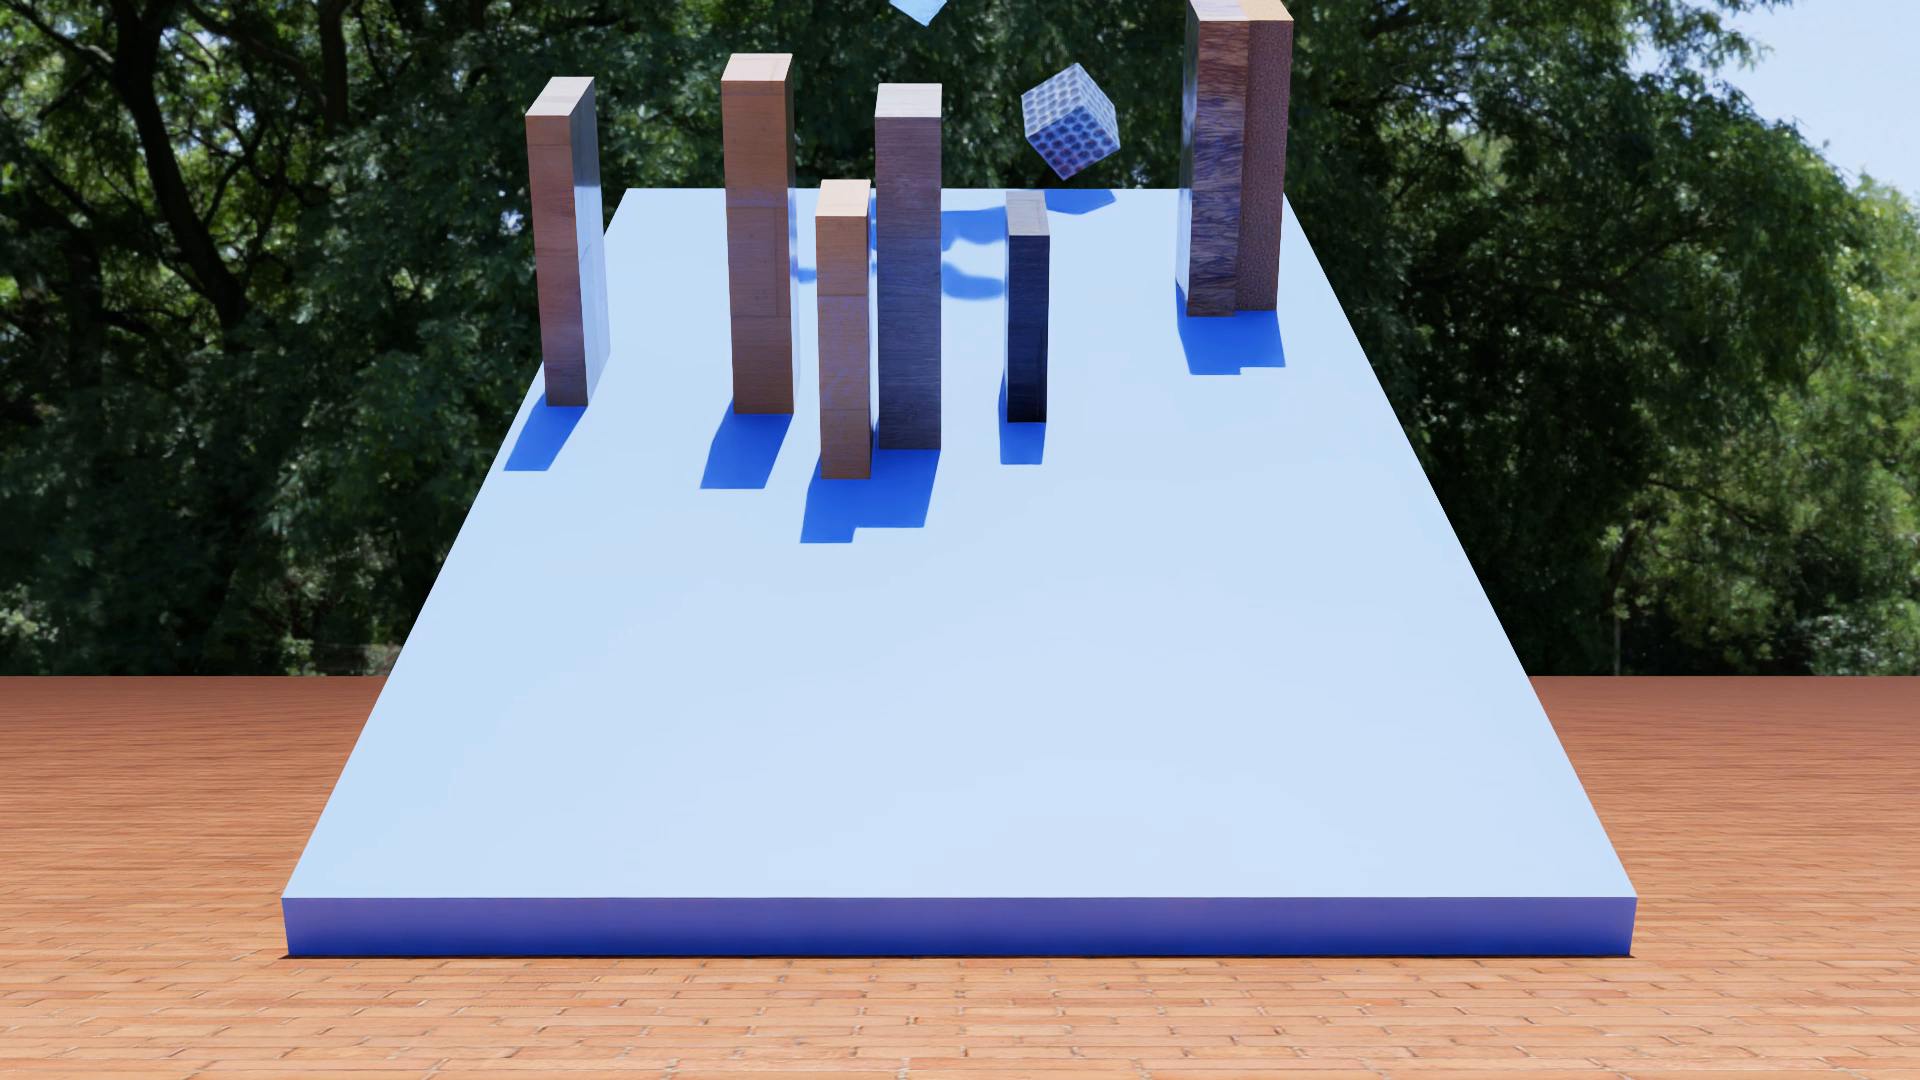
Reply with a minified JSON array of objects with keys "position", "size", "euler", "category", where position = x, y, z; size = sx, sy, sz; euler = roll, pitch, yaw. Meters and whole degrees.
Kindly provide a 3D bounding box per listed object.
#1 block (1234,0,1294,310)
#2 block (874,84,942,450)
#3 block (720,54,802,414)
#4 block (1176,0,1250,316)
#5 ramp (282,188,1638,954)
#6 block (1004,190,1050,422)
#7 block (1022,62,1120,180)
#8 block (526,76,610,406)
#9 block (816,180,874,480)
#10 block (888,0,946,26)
[{"position":[0.755,-1.000,5.992],"size":[0.124,0.745,0.332],"euler":[0,24,0],"category":"block"},{"position":[-0.109,-0.598,5.078],"size":[0.136,0.736,0.311],"euler":[0,24,0],"category":"block"},{"position":[-0.446,-0.692,5.258],"size":[0.136,0.763,0.275],"euler":[0,24,0],"category":"block"},{"position":[0.642,-0.987,5.951],"size":[0.121,0.754,0.348],"euler":[0,24,0],"category":"block"},{"position":[-0.008,-0.227,5.273],"size":[2.000,0.100,4.000],"euler":[0,24,0],"category":"ramp"},{"position":[0.151,-0.540,5.321],"size":[0.089,0.436,0.374],"euler":[0,24,0],"category":"block"},{"position":[0.335,-1.267,7.026],"size":[0.205,0.205,0.205],"euler":[-27,-46,24],"category":"block"},{"position":[-0.902,-0.693,5.368],"size":[0.096,0.675,0.384],"euler":[0,24,0],"category":"block"},{"position":[-0.243,-0.449,4.938],"size":[0.103,0.574,0.283],"euler":[0,24,0],"category":"block"},{"position":[-0.109,-1.635,6.664],"size":[0.182,0.182,0.182],"euler":[31,-46,-18],"category":"block"}]
